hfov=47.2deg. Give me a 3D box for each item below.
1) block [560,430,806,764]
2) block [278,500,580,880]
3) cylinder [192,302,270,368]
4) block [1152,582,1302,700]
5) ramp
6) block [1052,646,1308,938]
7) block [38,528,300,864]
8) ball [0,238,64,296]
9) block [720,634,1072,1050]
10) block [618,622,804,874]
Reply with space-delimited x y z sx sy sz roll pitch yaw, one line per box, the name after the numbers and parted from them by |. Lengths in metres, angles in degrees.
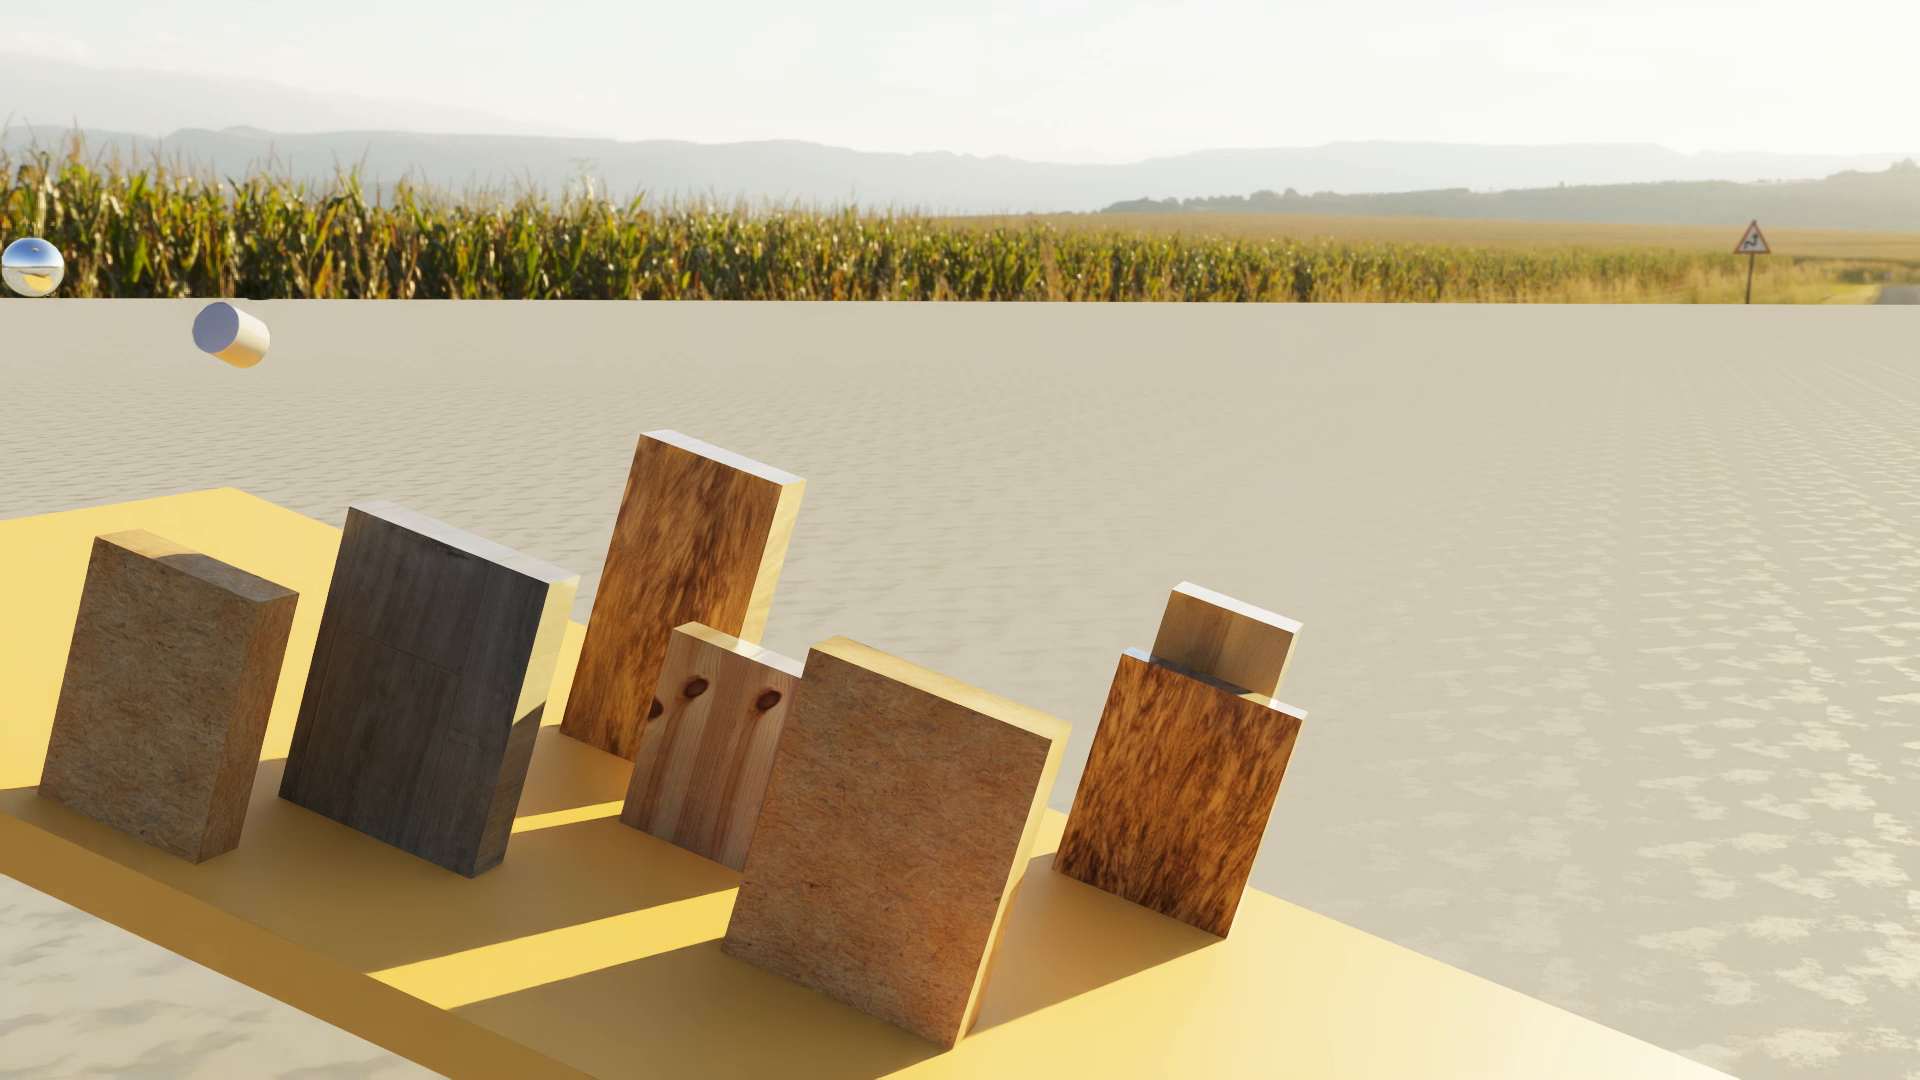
-0.578 0.140 4.573 0.326 0.664 0.134 20 12 14 | block
-0.927 0.256 3.828 0.396 0.545 0.112 20 12 14 | block
-1.565 -0.439 4.724 0.114 0.114 0.114 2 -11 16 | cylinder
0.512 0.439 4.824 0.277 0.629 0.132 20 12 14 | block
-0.361 0.688 4.229 4.000 0.100 2.000 20 12 14 | ramp
0.461 0.532 4.641 0.398 0.500 0.083 20 12 14 | block
-1.287 0.251 3.571 0.314 0.452 0.111 20 12 14 | block
-2.069 -0.609 4.906 0.131 0.131 0.131 0 7 0 | ball
-0.112 0.510 3.754 0.441 0.567 0.136 20 12 14 | block
-0.444 0.401 4.201 0.312 0.401 0.095 20 12 14 | block
